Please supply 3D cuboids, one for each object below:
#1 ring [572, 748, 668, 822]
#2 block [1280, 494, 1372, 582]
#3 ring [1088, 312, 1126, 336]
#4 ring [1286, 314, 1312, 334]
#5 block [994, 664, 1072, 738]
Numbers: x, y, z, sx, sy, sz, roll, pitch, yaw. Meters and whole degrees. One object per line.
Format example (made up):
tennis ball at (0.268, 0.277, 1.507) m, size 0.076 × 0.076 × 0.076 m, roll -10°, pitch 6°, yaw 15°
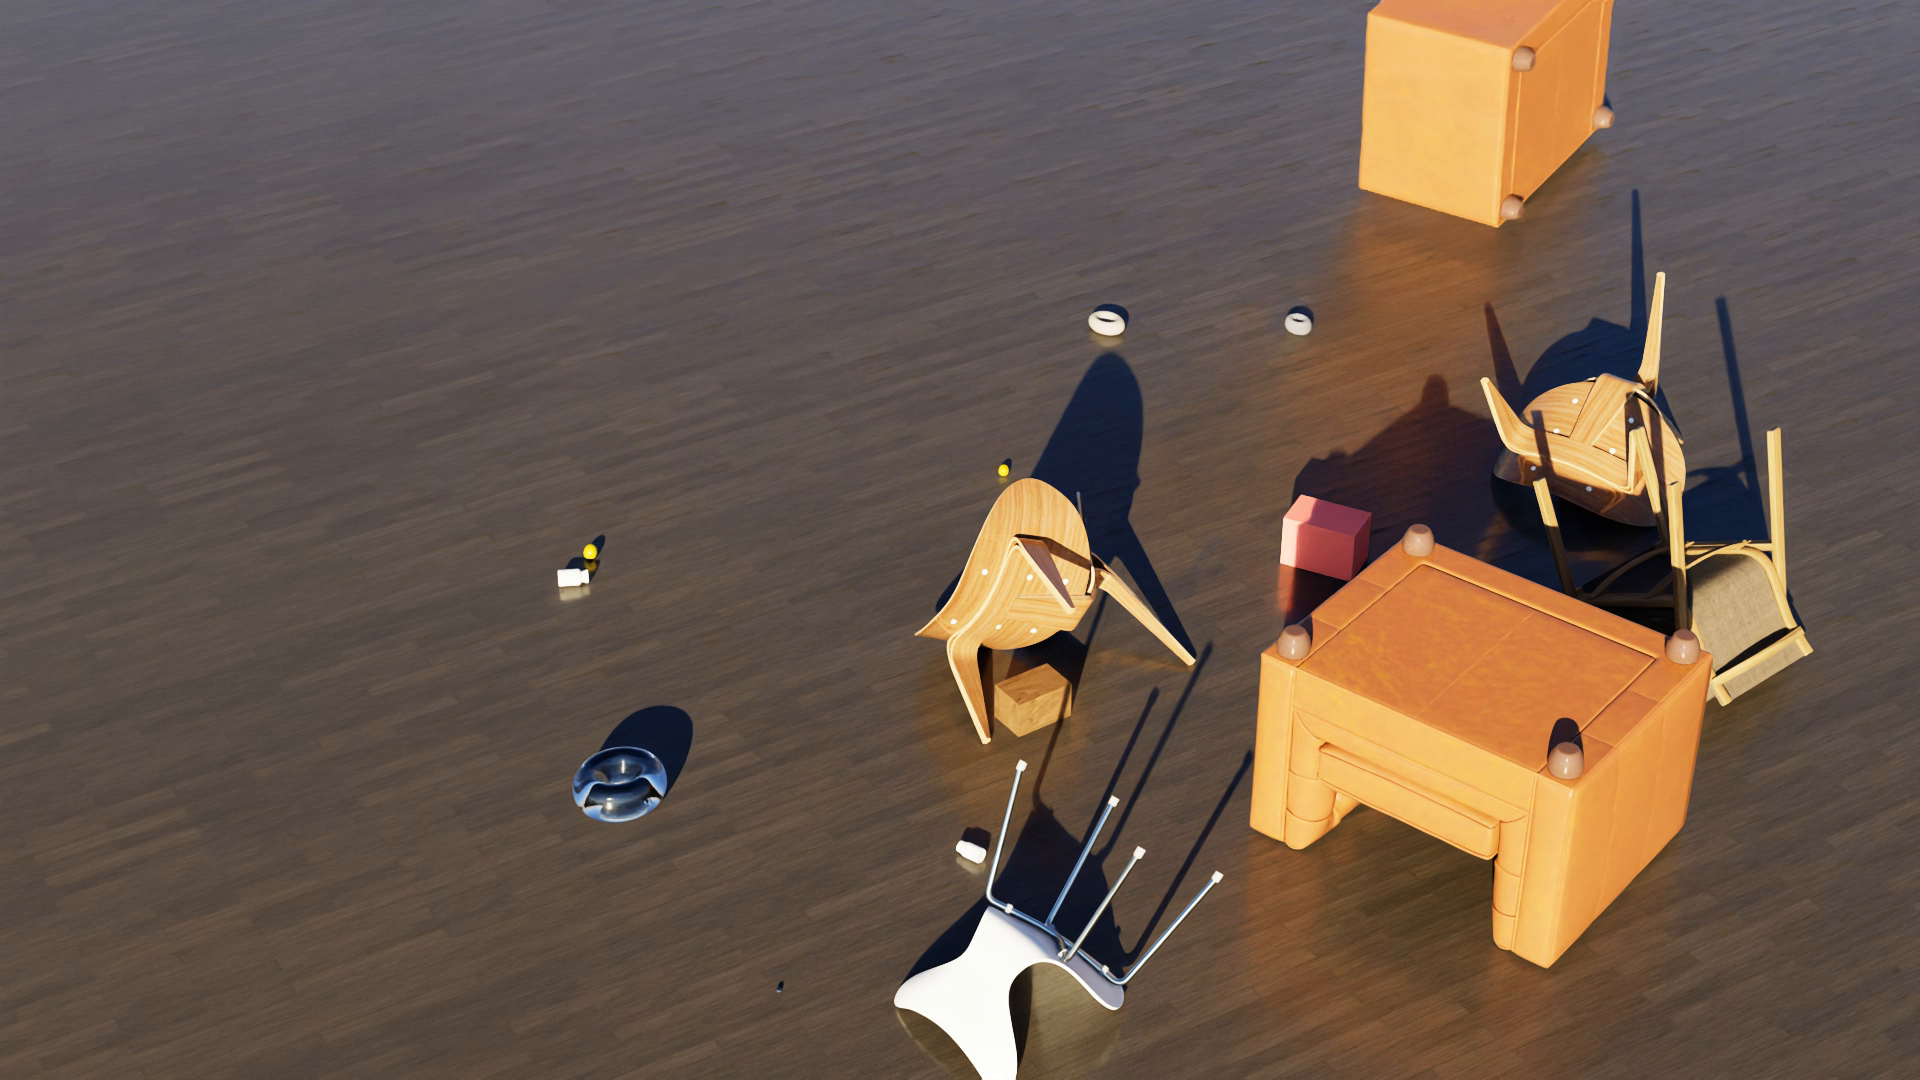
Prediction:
ring at (-1.114, 0.800, 9.601) m, size 0.314 × 0.145 × 0.280 m, roll -16°, pitch 38°, yaw -21°
block at (1.344, -0.007, 10.774) m, size 0.276 × 0.199 × 0.176 m, roll 16°, pitch 36°, yaw 22°
ring at (0.615, -0.908, 12.269) m, size 0.170 × 0.059 × 0.126 m, roll 24°, pitch 42°, yaw 33°
ring at (1.416, -0.903, 12.262) m, size 0.098 × 0.059 × 0.124 m, roll -25°, pitch 40°, yaw -30°
block at (0.249, 0.545, 9.995) m, size 0.218 × 0.135 × 0.143 m, roll -21°, pitch 39°, yaw -28°
